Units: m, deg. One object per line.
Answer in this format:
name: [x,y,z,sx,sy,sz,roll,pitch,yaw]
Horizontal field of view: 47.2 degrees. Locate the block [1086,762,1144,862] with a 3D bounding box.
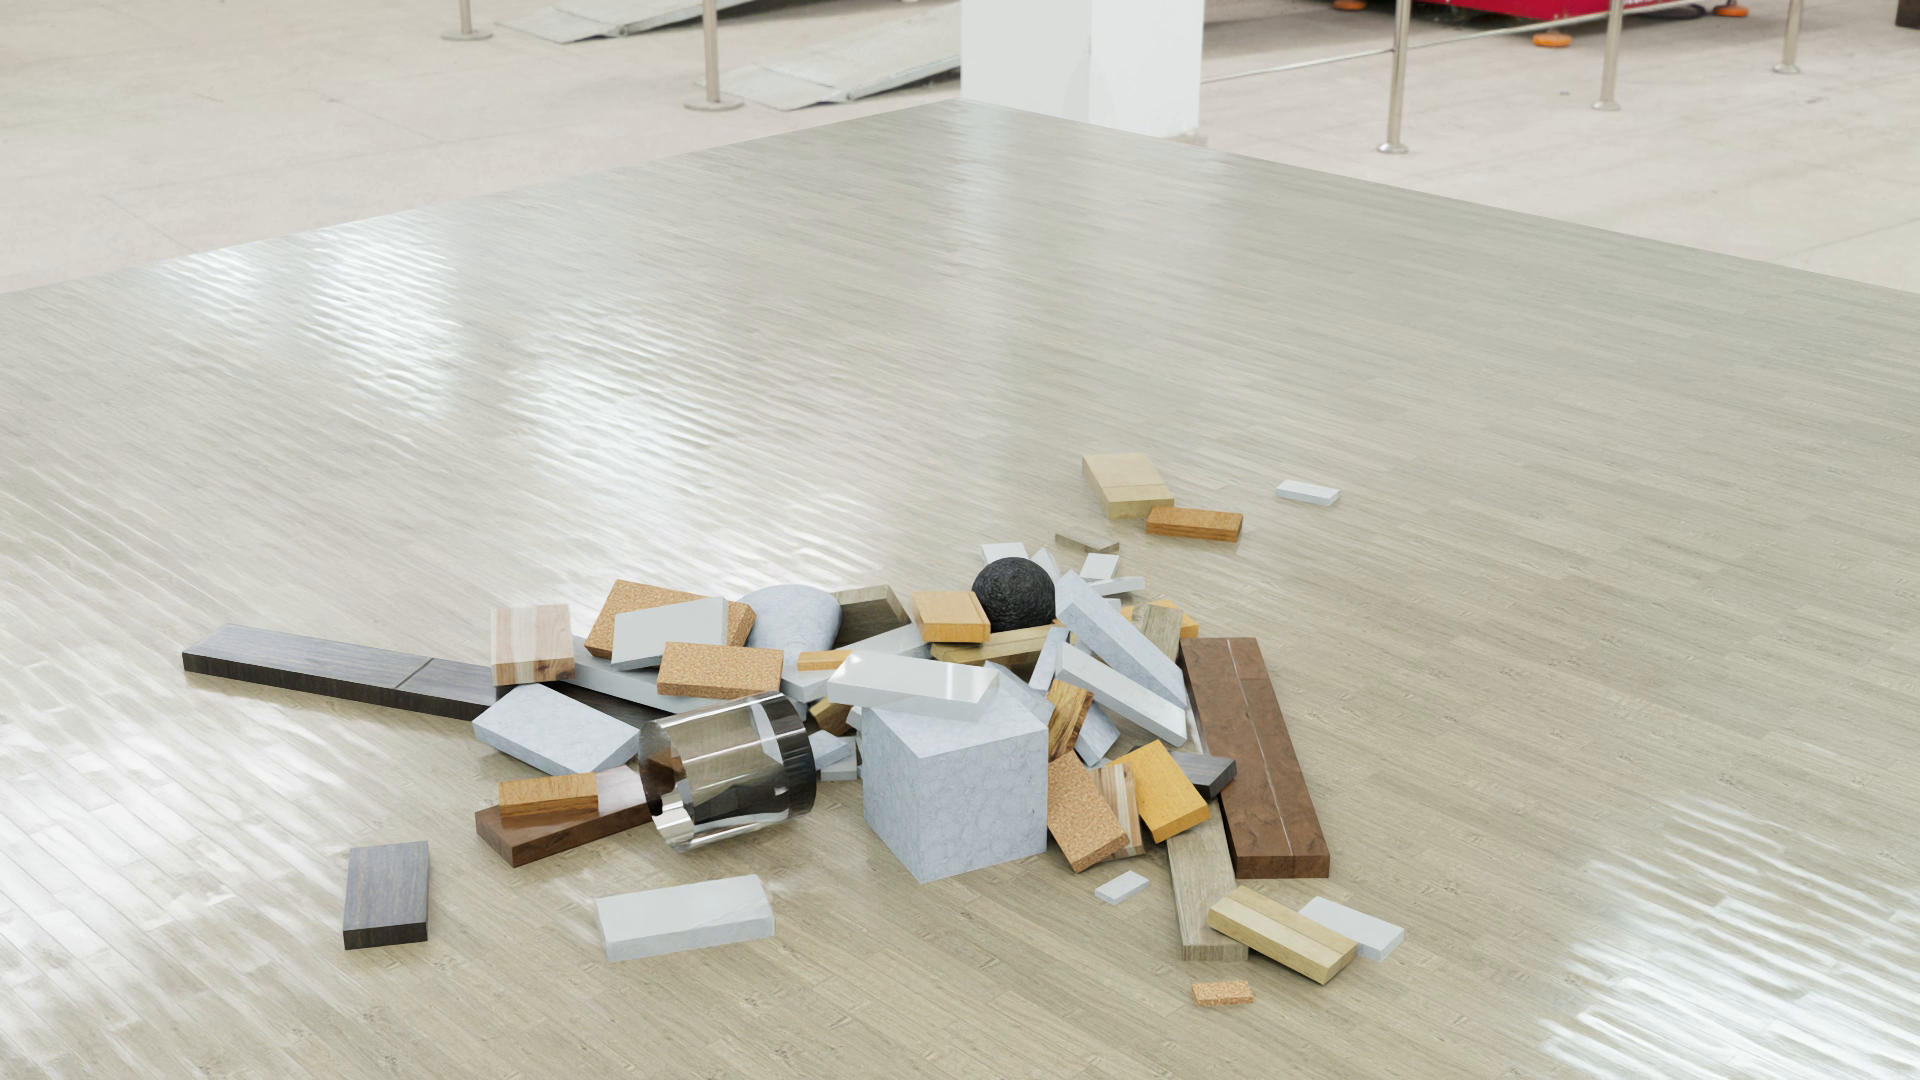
block: [0.300,0.536,4.331,0.102,0.029,0.203,-12,46,8]

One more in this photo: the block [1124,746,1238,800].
block: [0.435,0.476,4.502,0.234,0.033,0.117,5,25,34]

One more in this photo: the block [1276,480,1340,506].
block: [0.954,-0.130,6.039,0.156,0.022,0.078,13,26,28]

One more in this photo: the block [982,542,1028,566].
block: [0.122,0.063,5.573,0.105,0.030,0.211,-3,23,-7]

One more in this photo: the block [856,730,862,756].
block: [-0.174,0.439,4.637,0.076,0.021,0.151,10,12,-11]

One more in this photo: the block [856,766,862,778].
block: [-0.137,0.496,4.565,0.076,0.021,0.151,-19,30,-38]

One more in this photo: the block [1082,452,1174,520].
block: [0.460,-0.152,6.054,0.178,0.050,0.356,-3,23,-8]

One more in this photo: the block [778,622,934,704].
block: [-0.203,0.263,4.844,0.435,0.037,0.129,-18,22,-35]

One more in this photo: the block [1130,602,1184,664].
block: [0.445,0.234,5.085,0.117,0.033,0.234,11,36,5]

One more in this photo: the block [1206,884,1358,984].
block: [0.582,0.712,3.980,0.244,0.035,0.122,24,26,29]

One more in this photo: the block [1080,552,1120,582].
block: [0.351,0.076,5.554,0.078,0.022,0.156,5,24,12]

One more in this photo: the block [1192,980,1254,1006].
block: [0.461,0.797,3.864,0.099,0.014,0.050,-3,23,-6]

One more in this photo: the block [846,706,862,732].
block: [-0.098,0.408,4.637,0.258,0.037,0.129,30,31,13]

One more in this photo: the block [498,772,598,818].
block: [-0.825,0.510,4.404,0.192,0.027,0.096,-5,24,-12]

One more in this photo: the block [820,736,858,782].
block: [-0.257,0.461,4.646,0.076,0.021,0.151,-2,23,-4]

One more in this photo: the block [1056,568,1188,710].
block: [0.355,0.231,4.853,0.356,0.050,0.178,42,18,-15]

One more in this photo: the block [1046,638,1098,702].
block: [0.241,0.346,4.746,0.044,0.155,0.310,6,24,15]

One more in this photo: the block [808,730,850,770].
block: [-0.337,0.460,4.603,0.192,0.027,0.096,-24,27,-31]

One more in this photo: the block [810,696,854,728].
block: [-0.186,0.356,4.800,0.258,0.037,0.129,15,54,33]

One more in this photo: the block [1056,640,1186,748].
block: [0.344,0.330,4.701,0.324,0.029,0.101,30,29,-16]

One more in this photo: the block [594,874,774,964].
block: [-0.509,0.697,4.062,0.306,0.043,0.153,-7,24,-15]

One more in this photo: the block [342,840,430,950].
block: [-1.077,0.665,4.139,0.147,0.042,0.294,-5,23,-11]

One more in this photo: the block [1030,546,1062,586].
block: [0.195,0.114,5.355,0.120,0.034,0.239,-44,23,10]

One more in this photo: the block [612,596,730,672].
block: [-0.633,0.205,4.808,0.254,0.036,0.127,-10,55,13]

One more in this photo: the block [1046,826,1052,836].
block: [0.174,0.556,4.426,0.065,0.018,0.130,-1,23,-4]

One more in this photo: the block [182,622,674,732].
block: [-1.127,0.334,4.912,1.330,0.047,0.167,8,24,18]

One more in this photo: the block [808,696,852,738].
block: [-0.226,0.347,4.727,0.192,0.096,0.027,-35,46,-14]

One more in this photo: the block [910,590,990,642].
block: [-0.024,0.171,4.961,0.147,0.042,0.294,1,13,-7]

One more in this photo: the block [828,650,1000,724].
block: [-0.091,0.287,4.332,0.306,0.043,0.153,7,24,16]

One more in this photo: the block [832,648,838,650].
block: [-0.382,0.201,5.240,0.254,0.036,0.127,10,25,22]

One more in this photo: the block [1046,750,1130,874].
block: [0.225,0.532,4.318,0.122,0.035,0.244,-29,44,-3]

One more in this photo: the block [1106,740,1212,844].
block: [0.394,0.501,4.396,0.122,0.035,0.244,-25,32,-7]

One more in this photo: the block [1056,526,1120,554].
block: [0.331,0.004,5.724,0.078,0.022,0.156,-21,30,-40]

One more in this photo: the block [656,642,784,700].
block: [-0.510,0.282,4.694,0.254,0.036,0.127,4,40,0]

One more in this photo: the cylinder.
cylinder: [-0.462,0.455,4.353,0.263,0.263,0.263,-13,26,-29]

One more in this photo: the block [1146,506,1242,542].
block: [0.621,-0.043,5.819,0.239,0.034,0.120,6,24,13]

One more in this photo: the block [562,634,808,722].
block: [-0.694,0.308,4.865,0.773,0.050,0.176,12,13,34]

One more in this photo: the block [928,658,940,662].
block: [-0.126,0.256,5.012,0.239,0.034,0.120,-8,16,14]

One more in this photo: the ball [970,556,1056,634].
ball: [0.126,0.142,5.162,0.206,0.206,0.206,0,23,0]

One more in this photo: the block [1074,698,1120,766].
block: [0.276,0.404,4.640,0.029,0.102,0.203,-39,-2,19]

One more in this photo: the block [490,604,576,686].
block: [-0.956,0.231,4.912,0.176,0.050,0.352,-5,19,-11]

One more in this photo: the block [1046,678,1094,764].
block: [0.203,0.386,4.537,0.091,0.182,0.026,18,-5,38]

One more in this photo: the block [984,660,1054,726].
block: [0.099,0.370,4.627,0.043,0.153,0.306,18,6,-22]

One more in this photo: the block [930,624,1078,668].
block: [0.132,0.239,4.950,0.436,0.027,0.095,-7,30,-40]

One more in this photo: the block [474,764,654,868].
block: [-0.779,0.550,4.404,0.335,0.047,0.167,-16,28,-33]

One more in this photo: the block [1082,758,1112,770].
block: [0.286,0.480,4.561,0.065,0.018,0.130,22,17,36]

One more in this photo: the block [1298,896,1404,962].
block: [0.713,0.715,4.043,0.182,0.026,0.091,17,28,34]

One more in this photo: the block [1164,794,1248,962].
block: [0.462,0.632,4.229,0.117,0.033,0.579,0,23,0]

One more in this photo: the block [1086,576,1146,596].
block: [0.340,0.119,5.393,0.203,0.029,0.101,-9,3,-23]

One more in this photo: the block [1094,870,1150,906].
block: [0.308,0.662,4.183,0.099,0.014,0.049,-20,30,-39]

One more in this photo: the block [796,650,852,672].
block: [-0.285,0.261,4.780,0.131,0.019,0.066,-3,18,4]

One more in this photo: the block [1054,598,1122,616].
block: [0.297,0.161,5.252,0.101,0.029,0.202,-9,3,-20]

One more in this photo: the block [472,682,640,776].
block: [-0.852,0.411,4.655,0.335,0.047,0.167,20,43,31]

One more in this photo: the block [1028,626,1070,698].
block: [0.194,0.325,4.796,0.044,0.155,0.310,5,23,11]

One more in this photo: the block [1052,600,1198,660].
block: [0.389,0.214,5.200,0.310,0.044,0.155,-9,25,-20]

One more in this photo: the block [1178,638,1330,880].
block: [0.608,0.439,4.663,0.178,0.050,0.969,-1,23,-1]

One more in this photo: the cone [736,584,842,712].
cone: [-0.378,0.301,4.885,0.289,0.289,0.289,-5,50,-13]

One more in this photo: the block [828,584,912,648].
block: [-0.273,0.182,5.045,0.294,0.147,0.042,-9,47,21]

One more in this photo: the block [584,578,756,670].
block: [-0.642,0.201,4.871,0.352,0.050,0.176,10,61,26]

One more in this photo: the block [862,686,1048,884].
block: [-0.012,0.462,4.324,0.273,0.273,0.273,-11,25,-24]
